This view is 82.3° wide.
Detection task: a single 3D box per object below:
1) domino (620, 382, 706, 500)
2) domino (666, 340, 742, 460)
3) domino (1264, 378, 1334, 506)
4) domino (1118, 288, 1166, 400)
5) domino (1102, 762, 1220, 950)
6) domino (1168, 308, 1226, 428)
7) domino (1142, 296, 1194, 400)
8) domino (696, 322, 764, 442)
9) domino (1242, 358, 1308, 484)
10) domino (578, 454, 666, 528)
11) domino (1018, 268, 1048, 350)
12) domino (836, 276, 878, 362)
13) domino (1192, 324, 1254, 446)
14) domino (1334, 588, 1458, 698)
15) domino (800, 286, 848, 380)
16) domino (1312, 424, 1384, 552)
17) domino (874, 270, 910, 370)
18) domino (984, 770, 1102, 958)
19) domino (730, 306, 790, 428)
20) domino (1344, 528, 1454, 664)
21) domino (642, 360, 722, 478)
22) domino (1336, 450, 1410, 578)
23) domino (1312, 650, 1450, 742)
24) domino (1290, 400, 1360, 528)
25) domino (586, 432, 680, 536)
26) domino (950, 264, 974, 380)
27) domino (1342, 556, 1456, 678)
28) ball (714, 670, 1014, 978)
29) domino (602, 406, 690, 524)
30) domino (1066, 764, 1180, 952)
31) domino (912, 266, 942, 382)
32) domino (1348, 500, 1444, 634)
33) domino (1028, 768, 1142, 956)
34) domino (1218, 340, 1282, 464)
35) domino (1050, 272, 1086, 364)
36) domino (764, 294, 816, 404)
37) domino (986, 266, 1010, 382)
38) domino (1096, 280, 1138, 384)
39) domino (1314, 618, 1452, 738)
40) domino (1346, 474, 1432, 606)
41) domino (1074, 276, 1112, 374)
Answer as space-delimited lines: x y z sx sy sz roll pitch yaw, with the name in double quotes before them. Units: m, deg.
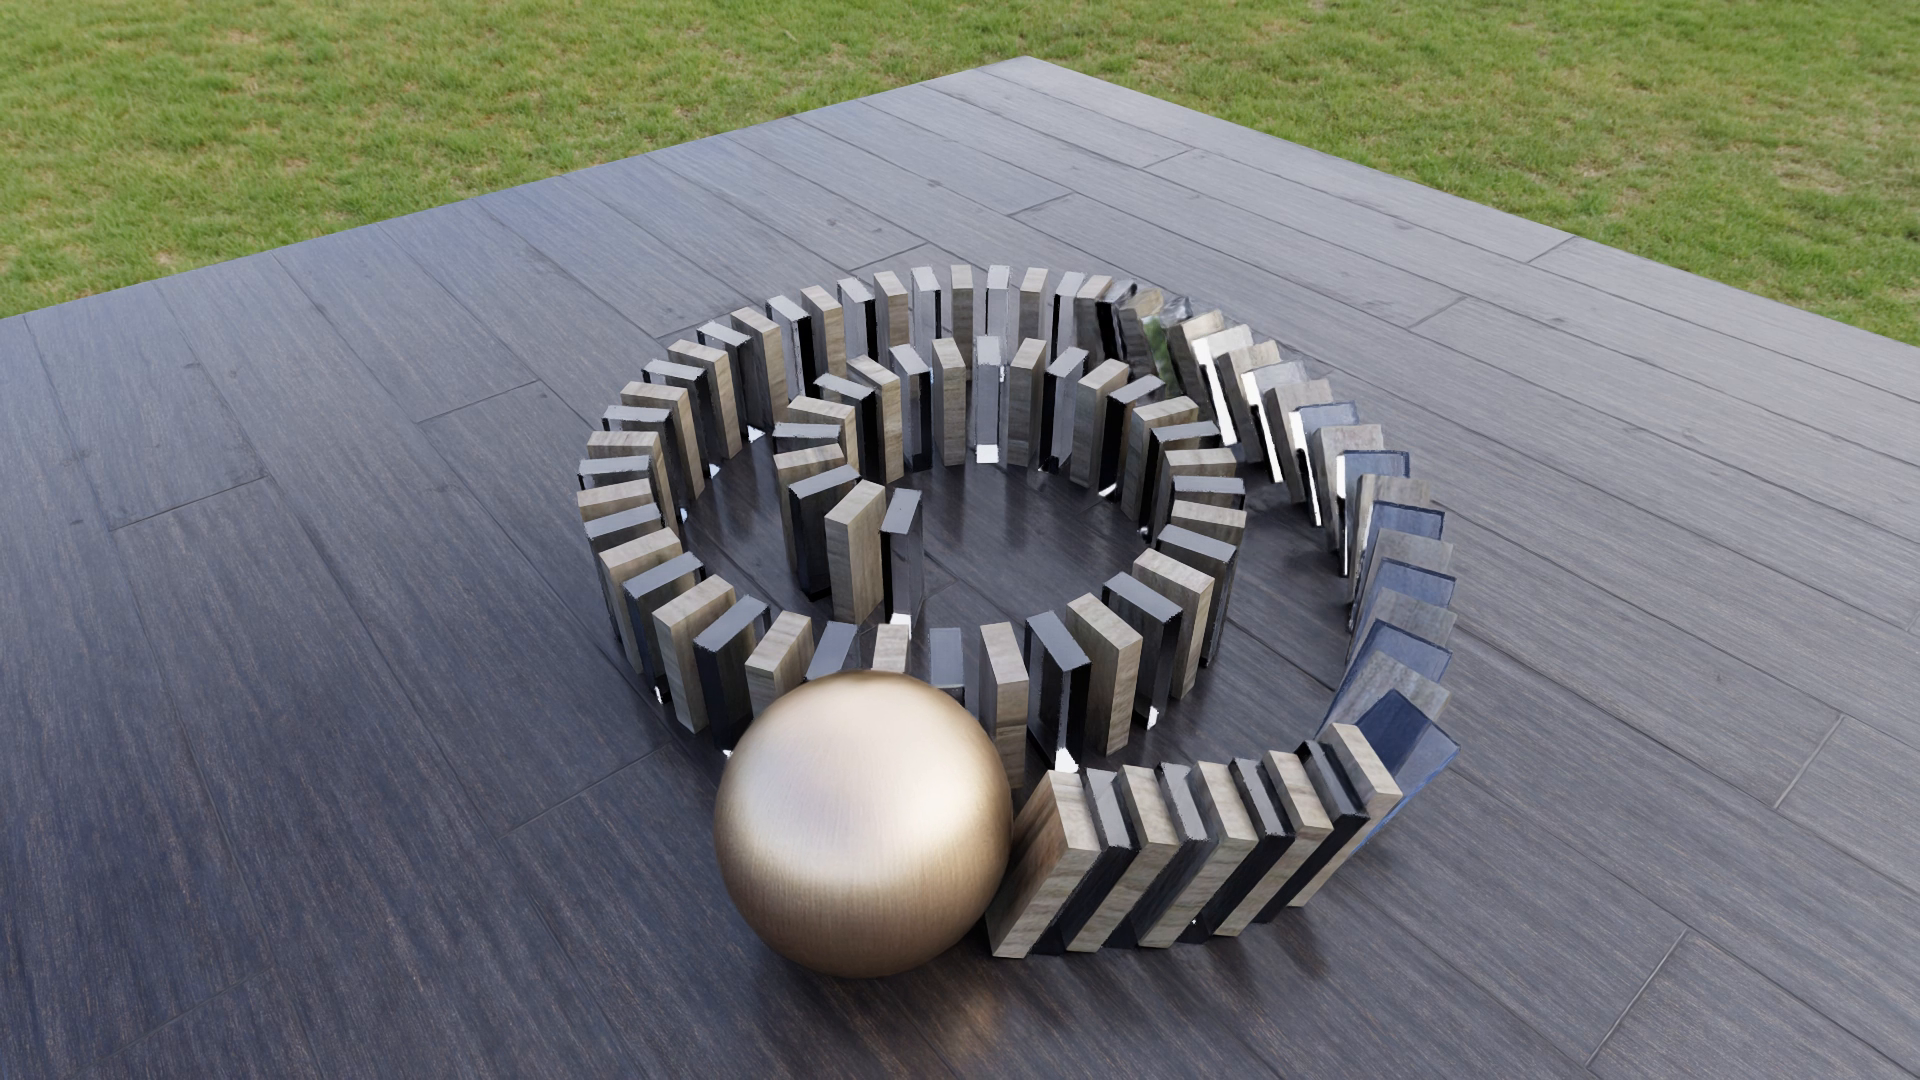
"domino" -0.124 -0.041 0.462 0.025 0.050 0.009 8 40 10
"domino" -0.113 -0.062 0.487 0.025 0.050 0.009 18 43 20
"domino" 0.150 -0.042 0.470 0.025 0.009 0.050 -10 83 -12
"domino" 0.091 -0.091 0.523 0.009 0.050 0.025 3 34 40
"domino" 0.051 0.088 0.304 0.010 0.050 0.025 12 35 -20
"domino" 0.116 -0.079 0.510 0.025 0.050 0.010 -26 13 -28
"domino" 0.104 -0.086 0.517 0.025 0.050 0.010 -34 22 -35
"domino" -0.104 -0.071 0.498 0.025 0.050 0.009 25 46 27
"domino" 0.143 -0.052 0.481 0.025 0.050 0.009 -13 -4 -16
"domino" -0.128 -0.008 0.422 0.025 0.050 0.009 -5 40 -6
"domino" 0.035 -0.105 0.539 0.010 0.050 0.025 8 40 9
"domino" -0.049 -0.098 0.531 0.009 0.050 0.025 -17 42 -20
"domino" 0.126 -0.071 0.501 0.025 0.050 0.009 -21 6 -23
"domino" 0.144 0.044 0.368 0.025 0.009 0.050 22 80 25
"domino" -0.064 -0.093 0.525 0.009 0.050 0.025 -21 44 -24
"domino" 0.160 -0.021 0.446 0.025 0.009 0.050 -3 79 -4
"domino" -0.033 -0.102 0.536 0.010 0.050 0.025 -13 41 -15
"domino" 0.021 0.090 0.302 0.010 0.050 0.025 12 35 -20
"domino" -0.092 -0.079 0.508 0.009 0.050 0.025 -31 49 -32
"domino" 0.157 0.023 0.393 0.025 0.010 0.050 15 79 17
"domino" -0.119 -0.052 0.475 0.025 0.050 0.010 13 41 15
"domino" 0.163 -0.010 0.432 0.025 0.009 0.050 2 78 3
"domino" 0.128 0.062 0.345 0.025 0.009 0.050 34 86 31
"domino" 0.155 -0.032 0.458 0.025 0.009 0.050 -7 81 -8
"domino" -0.129 -0.019 0.435 0.025 0.050 0.010 1 39 1
"domino" 0.001 -0.107 0.542 0.010 0.050 0.025 -2 39 -2
"domino" 0.151 0.033 0.381 0.025 0.010 0.050 18 79 21
"ball" -0.025 0.075 0.296 0.080 0.080 0.080 0 39 0
"domino" -0.127 -0.030 0.449 0.025 0.050 0.009 5 40 6
"domino" 0.041 0.088 0.304 0.010 0.050 0.025 12 35 -20
"domino" -0.016 -0.105 0.540 0.010 0.050 0.025 -8 40 -10
"domino" 0.161 0.012 0.406 0.025 0.009 0.050 11 78 13
"domino" 0.031 0.089 0.303 0.009 0.050 0.025 12 35 -20
"domino" 0.135 -0.062 0.492 0.025 0.050 0.009 -17 0 -19
"domino" 0.052 -0.102 0.536 0.010 0.050 0.025 11 41 13
"domino" -0.079 -0.087 0.517 0.009 0.050 0.025 -25 46 -28
"domino" 0.018 -0.106 0.541 0.010 0.050 0.025 4 39 5
"domino" 0.079 -0.096 0.528 0.009 0.050 0.025 7 37 32
"domino" 0.136 0.053 0.356 0.025 0.010 0.050 26 82 28
"domino" 0.163 0.001 0.419 0.025 0.009 0.050 7 78 9
"domino" 0.066 -0.099 0.532 0.010 0.050 0.025 11 40 24
